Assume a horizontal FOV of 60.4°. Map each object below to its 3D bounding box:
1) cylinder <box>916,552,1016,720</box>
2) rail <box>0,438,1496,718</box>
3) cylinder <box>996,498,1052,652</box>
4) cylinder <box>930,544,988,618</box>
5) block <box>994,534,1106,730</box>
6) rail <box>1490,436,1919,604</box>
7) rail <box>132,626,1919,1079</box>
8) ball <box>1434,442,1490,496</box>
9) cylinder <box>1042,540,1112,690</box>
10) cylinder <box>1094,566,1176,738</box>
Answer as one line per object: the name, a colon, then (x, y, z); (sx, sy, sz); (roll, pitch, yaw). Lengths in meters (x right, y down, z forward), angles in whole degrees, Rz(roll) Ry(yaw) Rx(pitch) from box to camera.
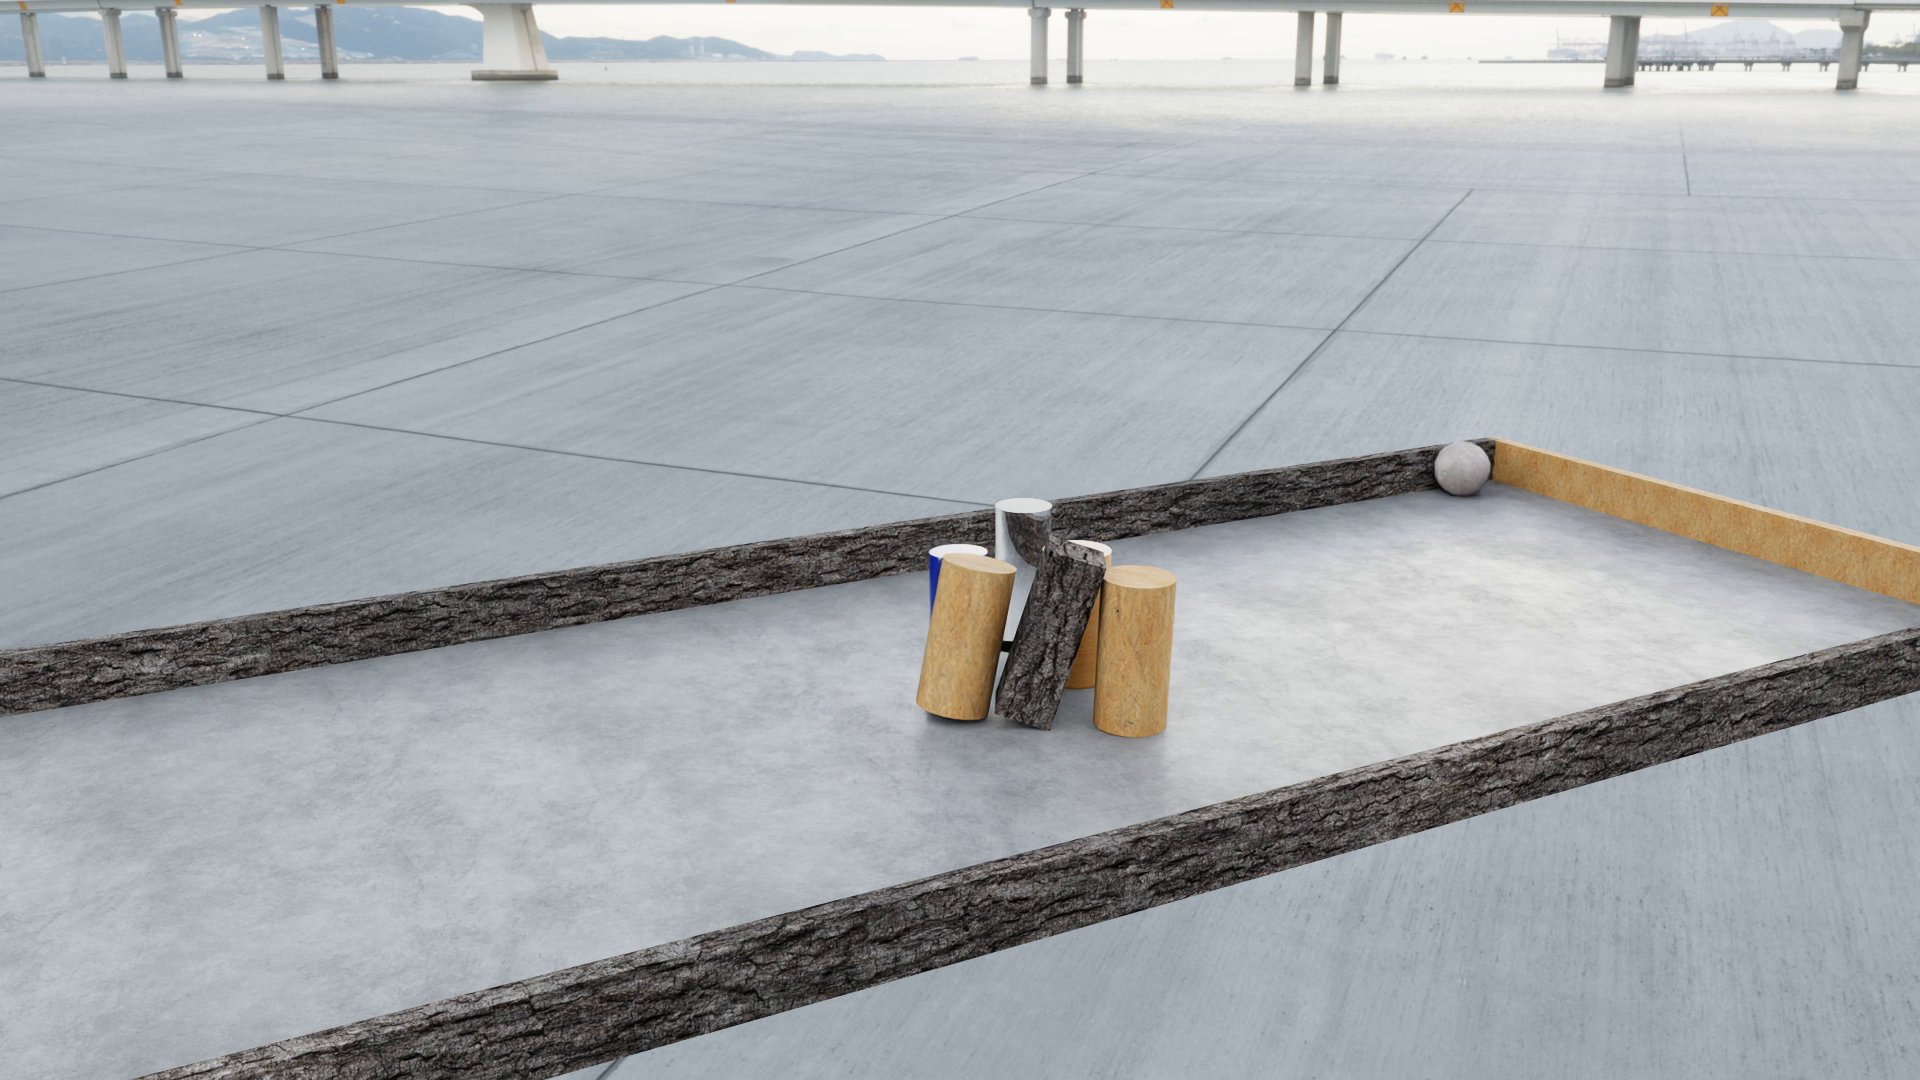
cylinder: (0.013, 0.226, 3.902); (0.176, 0.358, 0.176); (10, 11, -2)
rail: (-3.305, 0.497, 3.399); (12.000, 0.150, 0.050); (-9, 18, -27)
cylinder: (0.166, 0.095, 4.350); (0.148, 0.385, 0.148); (0, 16, 0)
cylinder: (-0.002, 0.193, 4.086); (0.144, 0.340, 0.144); (-1, 14, 0)
block: (0.208, 0.216, 3.846); (0.135, 0.414, 0.135); (17, 16, -3)
rail: (2.466, -0.048, 5.253); (0.050, 0.150, 2.100); (-9, 18, -27)
rail: (-2.336, 1.006, 1.665); (12.000, 0.150, 0.050); (-9, 18, -27)
ball: (1.790, -0.256, 5.883); (0.193, 0.193, 0.193); (0, 16, 0)
cylinder: (0.290, 0.186, 4.126); (0.170, 0.336, 0.170); (0, 16, 0)
cylinder: (0.405, 0.257, 3.832); (0.173, 0.361, 0.173); (2, 17, 0)
